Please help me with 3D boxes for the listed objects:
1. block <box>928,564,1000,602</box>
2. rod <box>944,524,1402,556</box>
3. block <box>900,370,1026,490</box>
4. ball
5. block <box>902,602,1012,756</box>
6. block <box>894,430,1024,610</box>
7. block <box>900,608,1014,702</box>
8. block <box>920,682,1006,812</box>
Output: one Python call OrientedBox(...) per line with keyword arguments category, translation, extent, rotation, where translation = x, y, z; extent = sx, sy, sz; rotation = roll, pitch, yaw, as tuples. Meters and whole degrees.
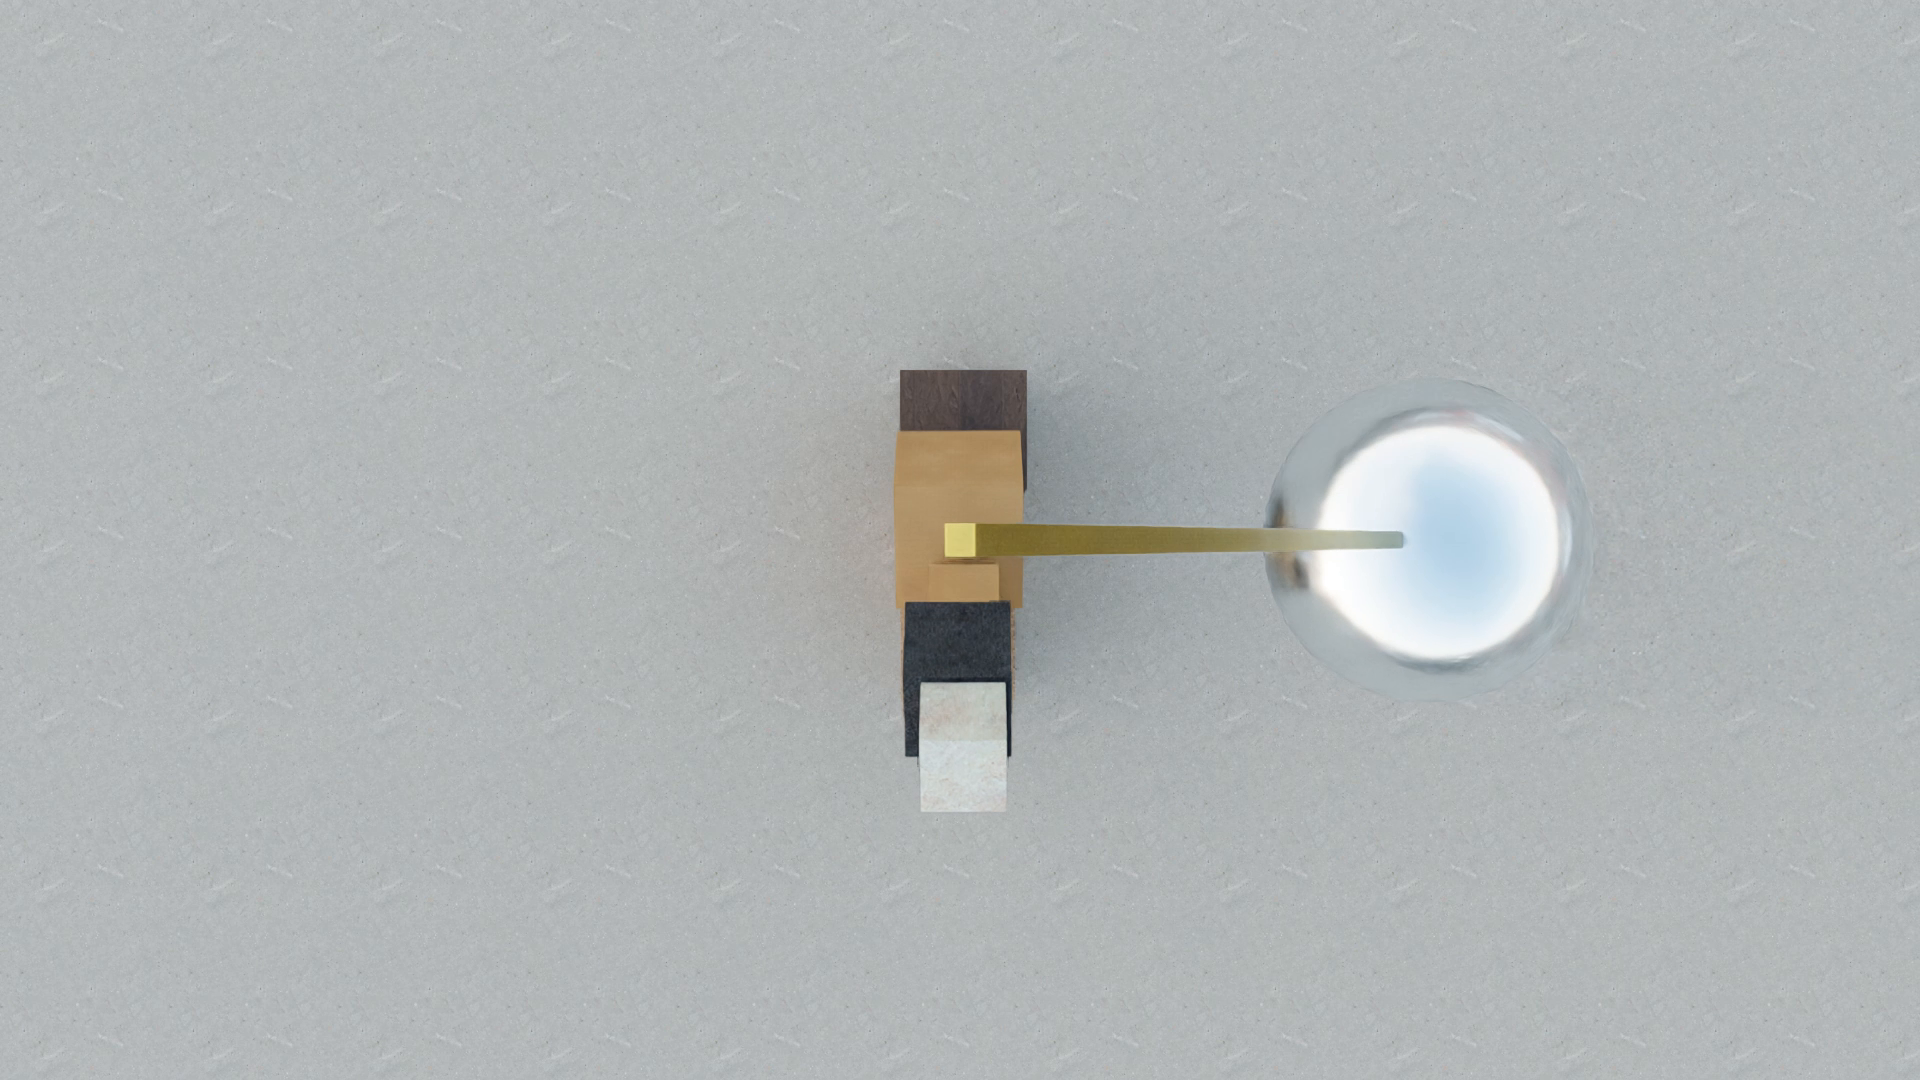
OrientedBox(category="block", translation=(0.021, 0.410, 11.542), extent=(0.368, 0.363, 0.430), rotation=(-1, 128, 0))
OrientedBox(category="rod", translation=(0.994, 0.000, 7.685), extent=(0.080, 5.200, 0.080), rotation=(0, 90, 22))
OrientedBox(category="block", translation=(0.019, -0.614, 12.614), extent=(0.706, 0.773, 0.663), rotation=(0, 90, 0))
OrientedBox(category="ball", translation=(2.295, 0.000, 10.826), extent=(1.600, 1.600, 1.600), rotation=(0, 90, 0))
OrientedBox(category="block", translation=(-0.009, 0.703, 11.167), extent=(0.535, 0.585, 0.531), rotation=(0, 128, 1))
OrientedBox(category="block", translation=(-0.006, -0.116, 11.907), extent=(0.675, 0.722, 0.723), rotation=(0, 116, 0))
OrientedBox(category="block", translation=(-0.013, 0.592, 12.117), extent=(0.612, 0.594, 0.533), rotation=(0, 92, 0))
OrientedBox(category="block", translation=(0.016, 1.012, 10.771), extent=(0.415, 0.419, 0.472), rotation=(0, 128, 0))
